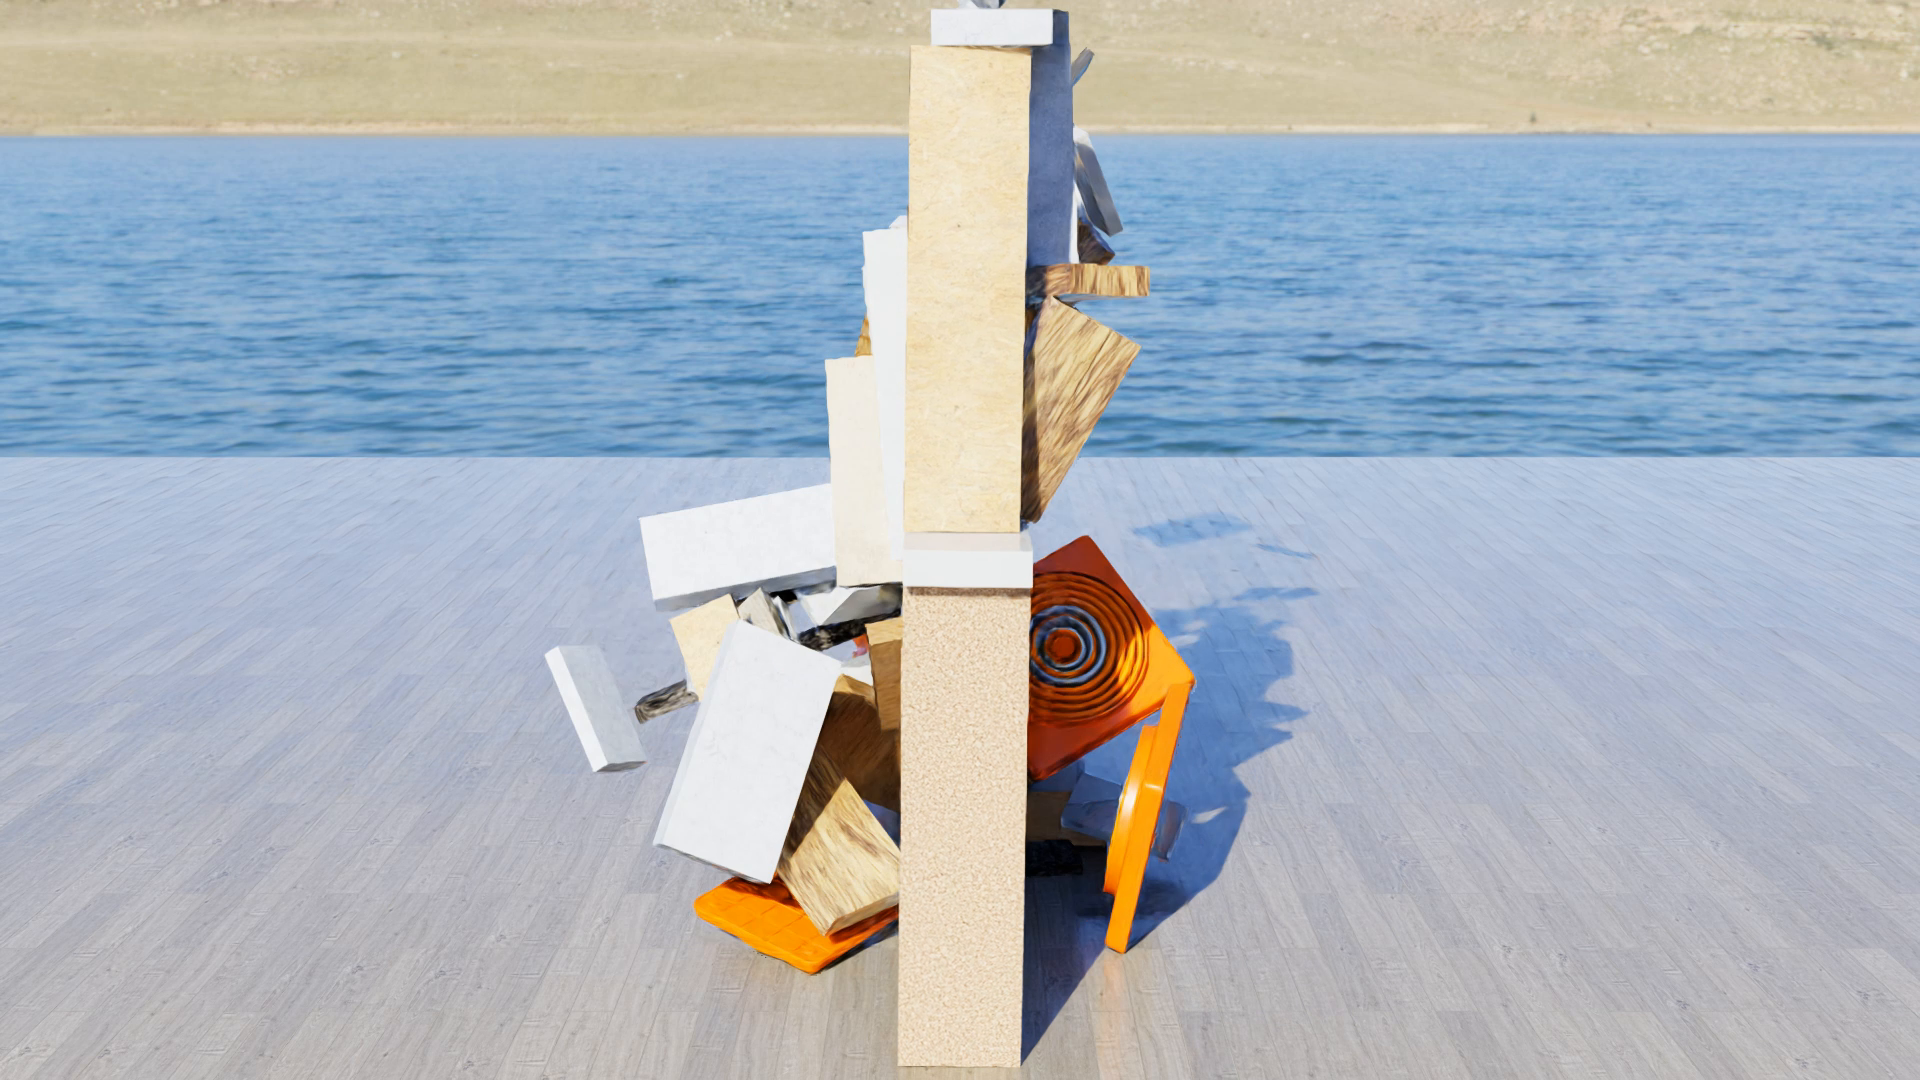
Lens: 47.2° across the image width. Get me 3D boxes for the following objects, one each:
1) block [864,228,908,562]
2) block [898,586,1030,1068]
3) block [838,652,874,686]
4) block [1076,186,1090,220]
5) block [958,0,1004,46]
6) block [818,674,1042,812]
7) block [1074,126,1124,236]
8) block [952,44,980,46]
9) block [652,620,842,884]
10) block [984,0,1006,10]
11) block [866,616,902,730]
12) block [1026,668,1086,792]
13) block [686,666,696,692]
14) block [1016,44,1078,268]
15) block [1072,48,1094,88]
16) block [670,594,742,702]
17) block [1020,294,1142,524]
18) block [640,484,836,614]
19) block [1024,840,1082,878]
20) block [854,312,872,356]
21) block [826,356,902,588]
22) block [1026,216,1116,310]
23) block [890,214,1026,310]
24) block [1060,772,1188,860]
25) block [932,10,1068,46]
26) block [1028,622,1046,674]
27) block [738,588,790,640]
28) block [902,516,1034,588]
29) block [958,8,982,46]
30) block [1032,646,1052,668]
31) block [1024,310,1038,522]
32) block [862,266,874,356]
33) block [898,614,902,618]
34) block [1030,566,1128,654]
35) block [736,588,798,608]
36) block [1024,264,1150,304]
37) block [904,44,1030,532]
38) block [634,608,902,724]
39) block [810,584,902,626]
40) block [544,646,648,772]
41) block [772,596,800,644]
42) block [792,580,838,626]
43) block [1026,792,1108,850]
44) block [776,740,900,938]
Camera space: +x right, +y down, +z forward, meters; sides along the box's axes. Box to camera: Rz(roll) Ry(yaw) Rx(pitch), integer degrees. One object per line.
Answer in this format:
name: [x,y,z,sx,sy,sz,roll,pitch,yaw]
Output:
block: [-0.034,-0.220,3.268,0.177,0.488,0.050,-5,-3,-2]
block: [0.003,0.380,2.945,0.167,0.675,0.047,1,11,-1]
block: [-0.054,0.198,3.815,0.177,0.050,0.354,-7,8,28]
block: [0.161,-0.530,3.711,0.116,0.232,0.033,-9,-16,17]
block: [0.035,-0.784,3.293,0.079,0.022,0.158,38,16,-16]
block: [-0.078,0.376,3.734,0.466,0.177,0.050,27,19,-40]
block: [0.205,-0.572,3.482,0.025,0.174,0.087,-28,29,-6]
block: [0.015,-0.675,3.317,0.079,0.158,0.022,15,-22,-26]
block: [-0.317,0.318,3.305,0.177,0.355,0.050,24,-19,-20]
block: [0.089,-0.932,3.434,0.029,0.103,0.205,33,-26,8]
block: [-0.070,0.204,3.439,0.133,0.266,0.038,-12,56,-6]
block: [0.147,0.381,3.967,0.149,0.298,0.042,3,8,19]
block: [-0.407,0.205,3.695,0.106,0.030,0.239,12,16,-13]
block: [0.083,-0.536,3.095,0.154,0.309,0.044,-2,6,0]
block: [0.158,-0.698,3.398,0.018,0.126,0.063,37,-12,0]
block: [-0.370,0.197,3.436,0.103,0.206,0.029,-24,-23,0]
block: [0.113,-0.177,3.000,0.142,0.283,0.040,26,11,-26]
block: [-0.277,-0.002,3.692,0.496,0.163,0.046,-11,-32,-7]
block: [0.102,0.552,3.788,0.200,0.028,0.100,-2,13,-10]
block: [-0.074,-0.315,3.494,0.163,0.327,0.046,22,31,7]
block: [-0.108,-0.109,3.411,0.177,0.355,0.050,-5,-7,12]
block: [0.170,-0.430,3.572,0.025,0.174,0.087,6,42,-49]
block: [0.018,-0.369,3.499,0.163,0.327,0.046,-7,25,26]
block: [0.287,0.482,3.837,0.200,0.028,0.100,16,54,20]
block: [0.058,-0.688,2.953,0.154,0.044,0.309,1,13,6]
block: [0.063,0.197,4.017,0.149,0.042,0.298,-8,13,11]
block: [-0.322,0.178,3.519,0.029,0.103,0.206,42,12,-40]
block: [0.009,0.005,2.979,0.167,0.047,0.333,1,11,-1]
block: [0.002,-0.783,3.552,0.022,0.158,0.079,30,62,25]
block: [0.095,0.347,4.160,0.149,0.298,0.042,2,8,13]
block: [0.031,-0.091,3.182,0.142,0.496,0.040,5,-7,-4]
block: [-0.096,-0.341,3.445,0.092,0.184,0.026,3,27,17]
block: [0.026,0.116,3.926,0.165,0.047,0.329,-5,9,20]
block: [0.123,0.091,3.824,0.329,0.047,0.165,22,16,-9]
block: [-0.368,0.123,3.738,0.106,0.030,0.211,-28,-6,38]
block: [0.117,-0.358,3.087,0.142,0.040,0.283,-3,4,-37]
block: [0.007,-0.326,2.897,0.154,0.632,0.044,1,10,-2]
block: [-0.337,0.210,3.880,0.490,0.031,0.110,-22,6,2]
block: [-0.149,0.092,3.687,0.100,0.028,0.206,-44,-20,30]
block: [-0.570,0.264,3.449,0.029,0.206,0.103,-33,-18,24]
block: [-0.311,0.187,3.574,0.106,0.030,0.211,-35,34,8]
block: [-0.188,0.064,3.762,0.200,0.100,0.028,-24,-19,-30]
block: [0.160,0.498,3.899,0.200,0.100,0.028,0,-27,1]
block: [-0.235,0.435,3.415,0.177,0.050,0.354,-17,59,-41]
